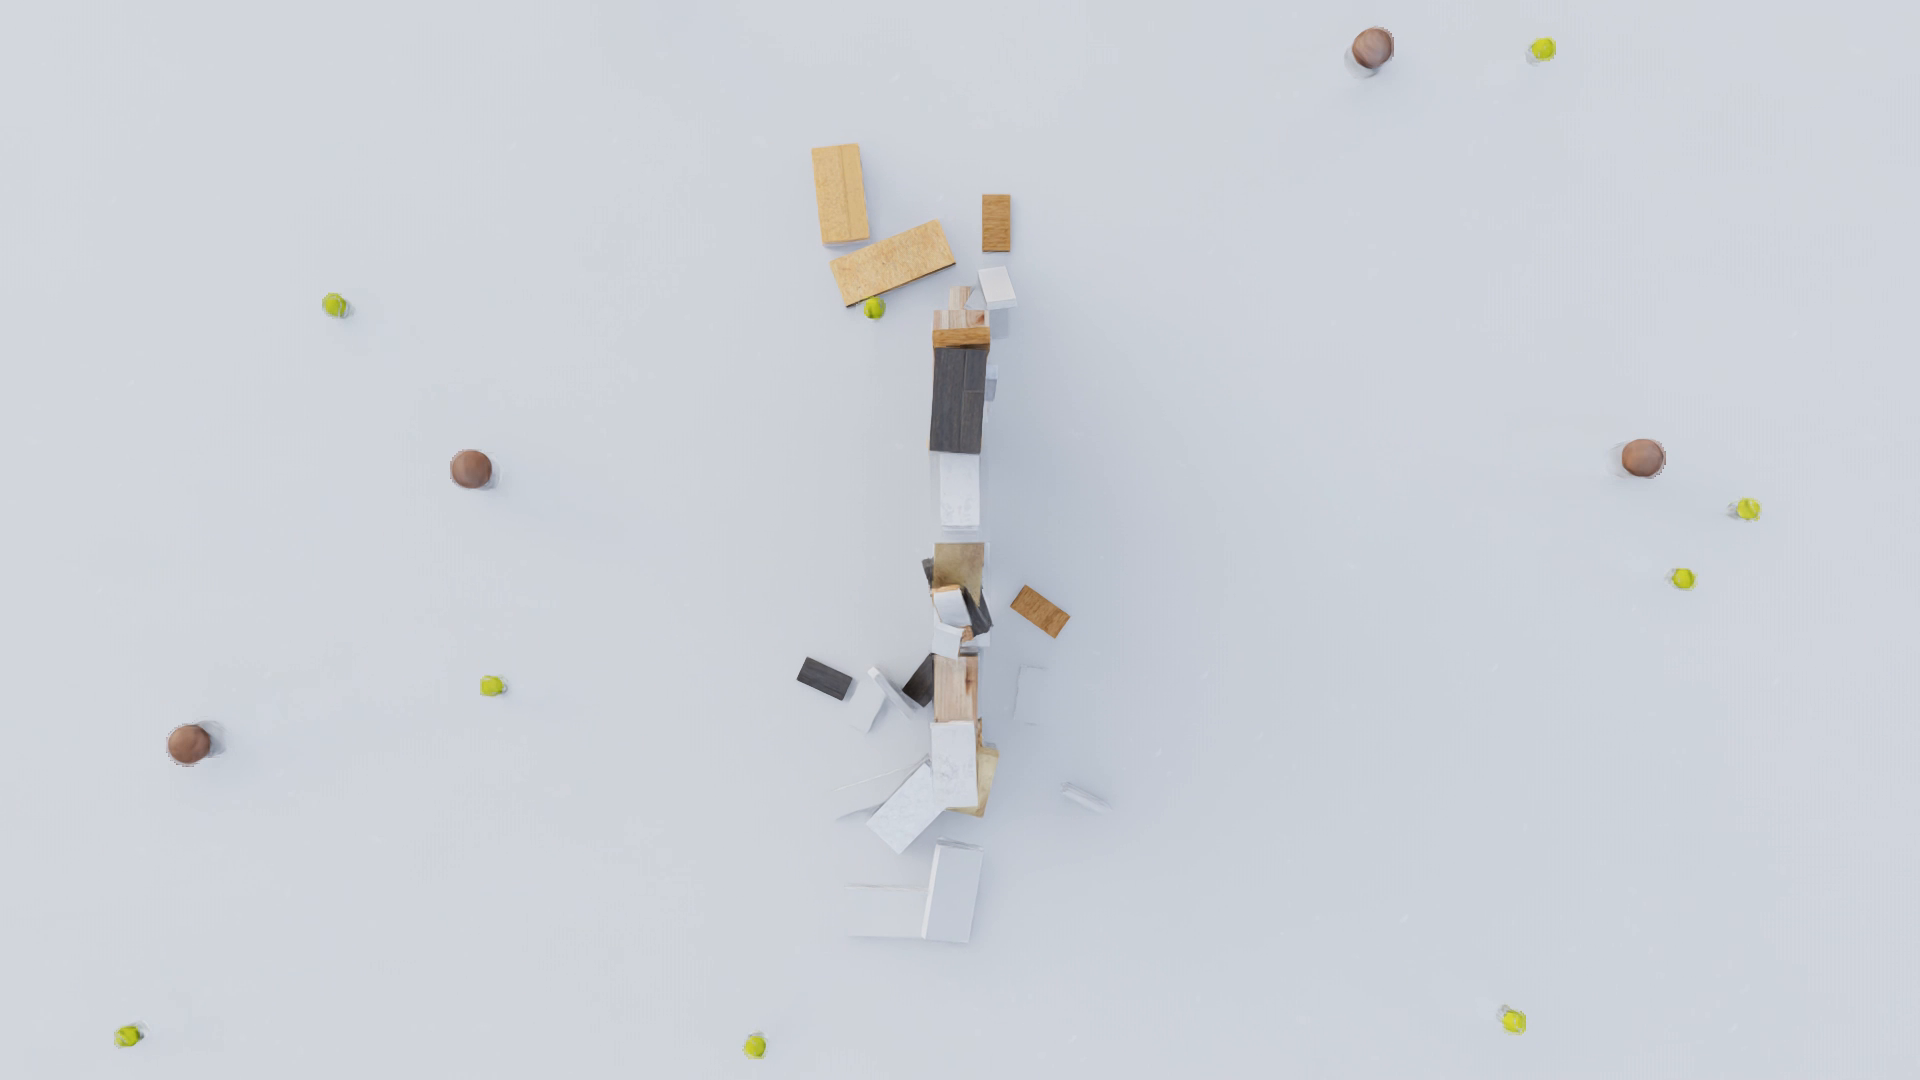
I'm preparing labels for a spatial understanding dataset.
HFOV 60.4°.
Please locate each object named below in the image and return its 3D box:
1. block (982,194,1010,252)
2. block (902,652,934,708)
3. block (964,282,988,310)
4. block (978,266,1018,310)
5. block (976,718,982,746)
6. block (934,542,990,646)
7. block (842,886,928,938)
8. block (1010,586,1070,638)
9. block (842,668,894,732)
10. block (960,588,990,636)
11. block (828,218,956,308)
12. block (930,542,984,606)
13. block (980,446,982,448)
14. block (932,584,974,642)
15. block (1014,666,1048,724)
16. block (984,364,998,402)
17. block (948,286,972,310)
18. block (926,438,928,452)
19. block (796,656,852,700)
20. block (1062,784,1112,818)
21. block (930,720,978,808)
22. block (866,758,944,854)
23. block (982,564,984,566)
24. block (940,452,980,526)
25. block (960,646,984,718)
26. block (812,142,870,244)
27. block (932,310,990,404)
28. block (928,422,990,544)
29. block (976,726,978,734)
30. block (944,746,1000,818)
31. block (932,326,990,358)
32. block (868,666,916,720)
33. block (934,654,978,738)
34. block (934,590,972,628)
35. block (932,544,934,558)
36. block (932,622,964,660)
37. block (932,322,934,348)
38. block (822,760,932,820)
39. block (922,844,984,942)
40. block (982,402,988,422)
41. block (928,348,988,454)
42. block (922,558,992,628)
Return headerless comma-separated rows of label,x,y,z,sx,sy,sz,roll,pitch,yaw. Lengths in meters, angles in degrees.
block,0.121,-1.053,5.487,0.093,0.026,0.186,0,90,0
block,-0.105,0.459,5.434,0.097,0.027,0.194,37,124,0
block,0.069,-0.793,5.444,0.070,0.020,0.140,30,46,0
block,0.118,-0.812,5.301,0.093,0.421,0.026,-8,113,0
block,0.007,0.701,5.418,0.130,0.037,0.259,0,121,0
block,0.004,0.154,5.126,0.175,0.049,0.349,0,90,0
block,-0.236,1.238,5.478,0.305,0.043,0.153,3,90,0
block,0.267,0.238,5.487,0.183,0.026,0.091,35,90,0
block,-0.308,0.534,5.486,0.097,0.027,0.194,27,90,0
block,0.011,0.221,4.945,0.091,0.026,0.183,-18,132,14
block,-0.225,-0.920,5.478,0.391,0.044,0.157,-22,90,0
block,-0.007,0.070,4.863,0.144,0.041,0.288,1,128,-4
block,-0.008,-0.274,4.572,0.138,0.275,0.039,0,93,0
block,-0.020,0.223,4.911,0.081,0.023,0.223,-10,133,7
block,0.236,0.516,5.487,0.091,0.026,0.183,7,90,0
block,0.032,-0.441,4.625,0.138,0.379,0.039,3,86,0
block,-0.001,-0.785,5.447,0.070,0.020,0.140,3,50,0
block,-0.010,-0.271,4.934,0.171,0.348,0.048,-1,89,0
block,-0.450,0.461,5.488,0.169,0.024,0.085,25,90,0
block,0.420,0.865,5.458,0.169,0.085,0.024,27,90,0
block,-0.018,0.699,5.137,0.134,0.038,0.268,-3,103,-2
block,-0.154,0.879,5.433,0.153,0.043,0.305,43,108,0
block,0.002,0.011,4.960,0.144,0.288,0.041,-1,68,0
block,-0.001,-0.144,4.482,0.104,0.030,0.209,-1,88,0
block,0.007,0.427,5.215,0.133,0.038,0.266,0,98,0
block,-0.397,-1.149,5.478,0.157,0.044,0.314,-7,90,0
block,0.002,-0.539,5.130,0.173,0.049,0.346,1,90,0
block,-0.003,-0.163,4.732,0.171,0.048,0.341,-1,88,0
block,-0.014,0.646,5.214,0.134,0.038,0.268,1,103,0
block,0.040,0.789,5.419,0.130,0.037,0.259,13,120,0
block,0.004,-0.555,4.658,0.157,0.314,0.044,-3,90,0
block,-0.225,0.506,5.426,0.027,0.097,0.193,-41,106,-6
block,-0.013,0.488,5.143,0.134,0.038,0.268,1,98,0
block,-0.022,0.204,4.839,0.081,0.162,0.023,-10,54,7
block,0.003,0.038,5.325,0.175,0.349,0.049,0,90,0
block,-0.038,0.301,4.912,0.081,0.162,0.023,17,60,5
block,-0.004,-0.662,5.327,0.173,0.346,0.049,-2,90,0
block,-0.258,0.827,5.488,0.390,0.024,0.085,-18,90,0
block,-0.025,1.168,5.451,0.153,0.043,0.305,10,88,-19
block,0.012,-0.451,4.833,0.127,0.036,0.254,-3,90,0
block,-0.005,-0.372,4.415,0.138,0.039,0.275,4,90,0
block,-0.006,0.164,4.998,0.144,0.041,0.288,-17,126,2
